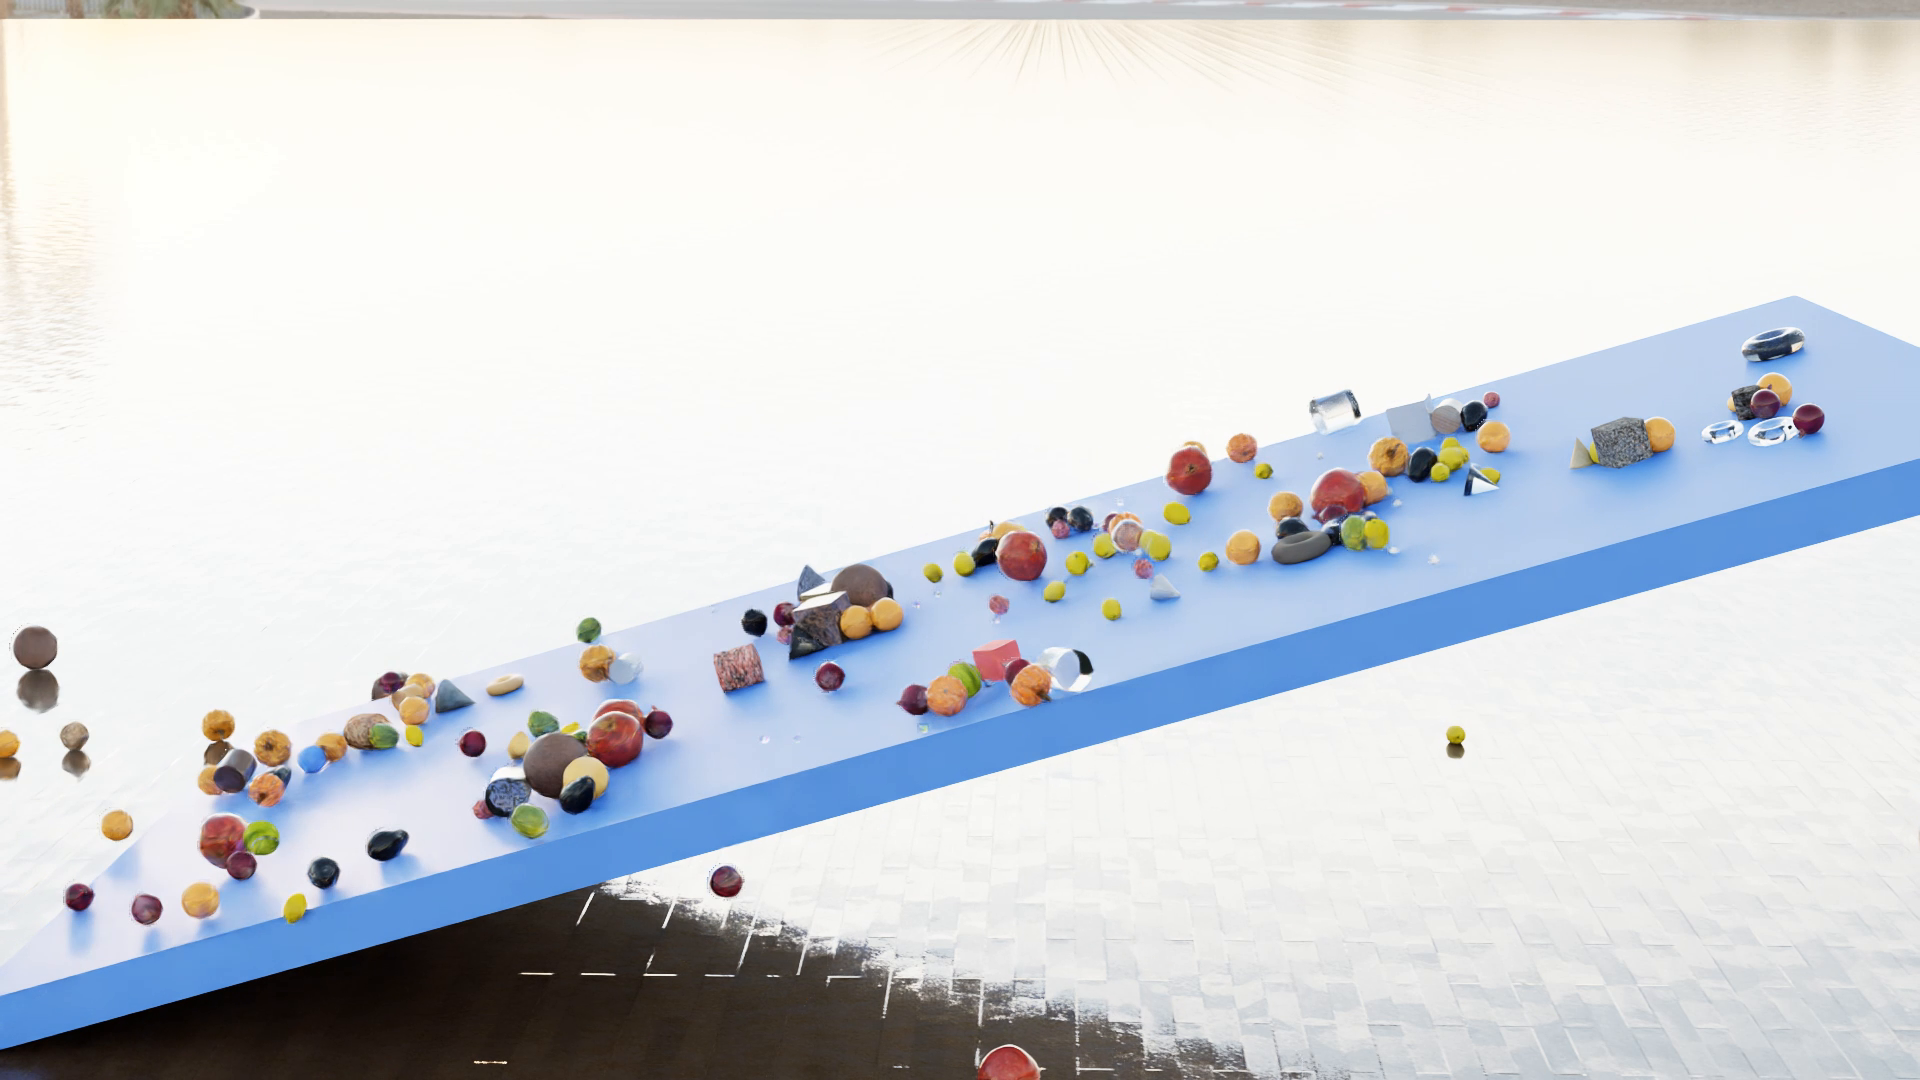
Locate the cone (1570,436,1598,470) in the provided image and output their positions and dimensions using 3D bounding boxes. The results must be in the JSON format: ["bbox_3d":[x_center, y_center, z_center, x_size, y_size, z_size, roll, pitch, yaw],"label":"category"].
[{"bbox_3d":[1.254,-0.181,5.947,0.060,0.060,0.060,-16,10,3],"label":"cone"}]

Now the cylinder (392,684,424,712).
[{"bbox_3d":[-1.342,0.385,7.154,0.055,0.055,0.055,6,19,29],"label":"cylinder"}]

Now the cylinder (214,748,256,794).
[{"bbox_3d":[-1.666,0.532,6.761,0.076,0.076,0.076,2,28,9],"label":"cylinder"}]

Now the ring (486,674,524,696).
[{"bbox_3d":[-1.085,0.346,7.015,0.094,0.031,0.094,-16,11,3],"label":"ring"}]

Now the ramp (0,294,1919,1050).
[{"bbox_3d":[0.091,0.187,6.320,4.000,0.100,2.000,-16,10,5],"label":"ramp"}]

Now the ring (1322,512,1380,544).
[{"bbox_3d":[0.785,-0.025,5.920,0.123,0.041,0.123,-18,9,3],"label":"ring"}]

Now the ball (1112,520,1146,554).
[{"bbox_3d":[0.368,-0.007,6.418,0.075,0.075,0.075,0,11,0],"label":"ball"}]

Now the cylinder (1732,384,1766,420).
[{"bbox_3d":[1.588,-0.276,5.923,0.057,0.057,0.057,-16,10,3],"label":"cylinder"}]

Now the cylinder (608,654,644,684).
[{"bbox_3d":[-0.758,0.292,6.678,0.061,0.061,0.061,4,3,18],"label":"cylinder"}]

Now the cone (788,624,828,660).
[{"bbox_3d":[-0.325,0.228,6.384,0.083,0.083,0.083,9,10,-5],"label":"cone"}]

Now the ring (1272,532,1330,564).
[{"bbox_3d":[0.681,0.015,5.876,0.121,0.040,0.121,-16,11,3],"label":"ring"}]

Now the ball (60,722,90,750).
[{"bbox_3d":[-2.320,0.513,7.706,0.074,0.074,0.074,0,11,0],"label":"ball"}]

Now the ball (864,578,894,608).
[{"bbox_3d":[-0.183,0.121,6.647,0.068,0.068,0.068,0,11,0],"label":"ball"}]

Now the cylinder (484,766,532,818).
[{"bbox_3d":[-0.877,0.490,5.717,0.083,0.083,0.083,0,9,-2],"label":"cylinder"}]

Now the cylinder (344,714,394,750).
[{"bbox_3d":[-1.366,0.443,6.792,0.082,0.082,0.082,-10,2,-42],"label":"cylinder"}]

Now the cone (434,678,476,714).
[{"bbox_3d":[-1.189,0.379,6.981,0.087,0.087,0.087,12,12,7],"label":"cone"}]

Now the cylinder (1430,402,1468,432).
[{"bbox_3d":[1.116,-0.282,6.717,0.068,0.068,0.068,5,3,24],"label":"cylinder"}]

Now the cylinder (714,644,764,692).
[{"bbox_3d":[-0.469,0.271,6.241,0.085,0.085,0.085,-16,10,5],"label":"cylinder"}]

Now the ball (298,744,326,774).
[{"bbox_3d":[-1.481,0.501,6.719,0.065,0.065,0.065,0,11,0],"label":"ball"}]

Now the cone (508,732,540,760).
[{"bbox_3d":[-0.908,0.442,6.193,0.063,0.063,0.063,19,18,25],"label":"cone"}]

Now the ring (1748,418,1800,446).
[{"bbox_3d":[1.565,-0.208,5.659,0.098,0.033,0.098,-18,13,4],"label":"ring"}]

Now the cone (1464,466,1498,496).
[{"bbox_3d":[1.064,-0.112,5.973,0.067,0.067,0.067,14,14,14],"label":"cone"}]

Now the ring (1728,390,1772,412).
[{"bbox_3d":[1.614,-0.285,6.011,0.092,0.031,0.092,-15,9,3],"label":"ring"}]

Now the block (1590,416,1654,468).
[{"bbox_3d":[1.318,-0.194,5.858,0.079,0.079,0.079,-19,10,-13],"label":"block"}]

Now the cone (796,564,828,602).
[{"bbox_3d":[-0.332,0.113,7.017,0.092,0.092,0.092,13,13,11],"label":"cone"}]

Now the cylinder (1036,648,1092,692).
[{"bbox_3d":[0.190,0.236,5.361,0.077,0.077,0.077,-5,4,-26],"label":"cylinder"}]

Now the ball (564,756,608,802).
[{"bbox_3d":[-0.715,0.456,5.620,0.087,0.087,0.087,0,11,0],"label":"ball"}]

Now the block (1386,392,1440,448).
[{"bbox_3d":[1.037,-0.276,6.740,0.092,0.092,0.092,-13,10,20],"label":"block"}]

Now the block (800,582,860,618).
[{"bbox_3d":[-0.295,0.149,6.636,0.084,0.084,0.084,-7,14,45],"label":"block"}]

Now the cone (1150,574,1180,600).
[{"bbox_3d":[0.418,0.103,5.870,0.057,0.057,0.057,21,20,28],"label":"cone"}]

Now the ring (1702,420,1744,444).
[{"bbox_3d":[1.505,-0.213,5.803,0.083,0.028,0.083,-16,11,3],"label":"ring"}]

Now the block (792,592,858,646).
[{"bbox_3d":[-0.294,0.178,6.438,0.094,0.094,0.094,-12,11,23],"label":"block"}]

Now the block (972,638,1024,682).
[{"bbox_3d":[0.073,0.230,5.631,0.062,0.062,0.062,-25,13,-38],"label":"block"}]

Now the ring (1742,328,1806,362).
[{"bbox_3d":[1.790,-0.430,6.475,0.139,0.046,0.139,-17,10,3],"label":"ring"}]
